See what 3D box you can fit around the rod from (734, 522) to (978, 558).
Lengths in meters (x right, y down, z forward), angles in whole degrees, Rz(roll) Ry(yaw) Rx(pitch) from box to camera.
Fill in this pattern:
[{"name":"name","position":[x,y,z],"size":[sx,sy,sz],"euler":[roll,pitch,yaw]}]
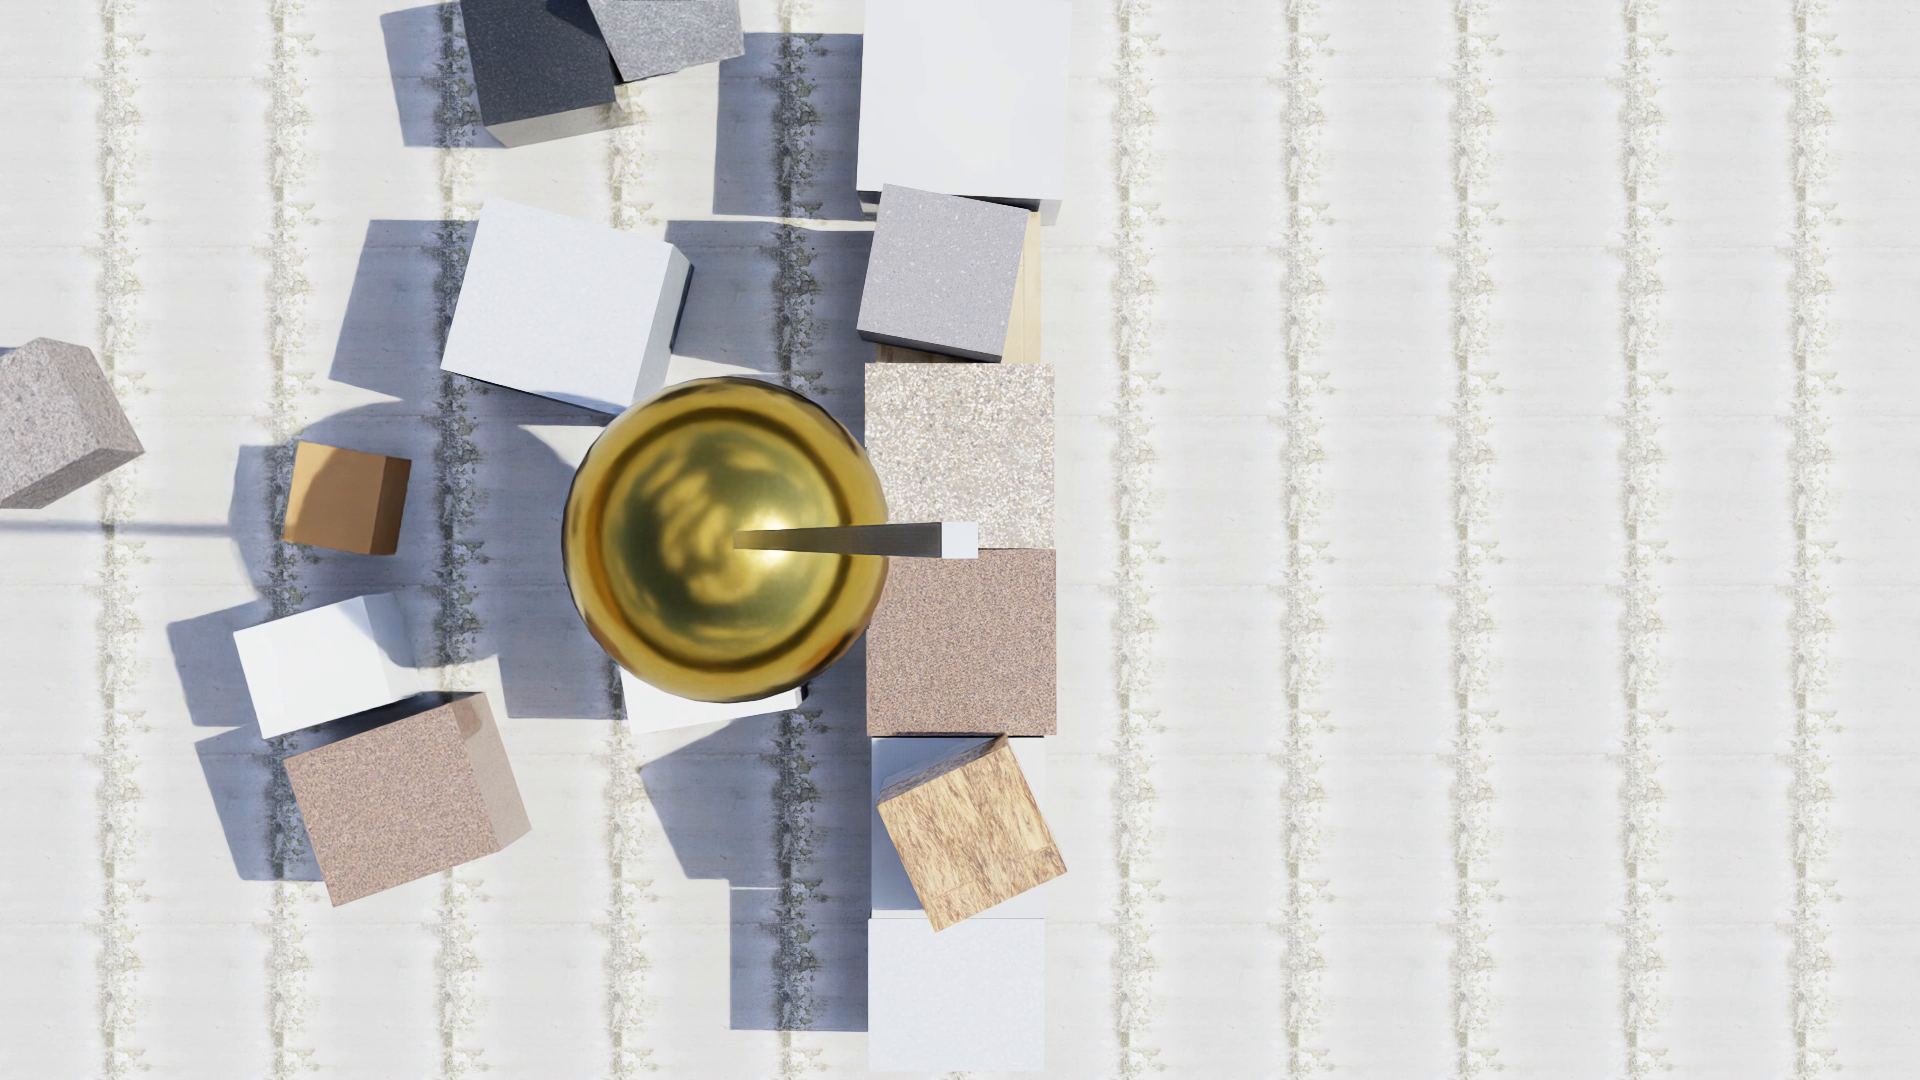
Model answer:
[{"name":"rod","position":[-0.491,0.000,7.374],"size":[0.080,5.200,0.080],"euler":[0,90,-11]}]

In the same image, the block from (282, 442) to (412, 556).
[{"name":"block","position":[-3.534,-0.236,12.709],"size":[0.501,0.581,0.569],"euler":[10,90,0]}]

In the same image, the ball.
[{"name":"ball","position":[-1.133,0.000,10.712],"size":[1.600,1.600,1.600],"euler":[0,90,0]}]

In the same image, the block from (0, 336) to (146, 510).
[{"name":"block","position":[-5.292,-0.659,12.645],"size":[0.710,0.710,0.706],"euler":[-28,90,0]}]

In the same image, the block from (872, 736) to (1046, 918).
[{"name":"block","position":[-0.008,1.575,12.508],"size":[0.946,0.984,0.985],"euler":[0,90,0]}]

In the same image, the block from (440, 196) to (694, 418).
[{"name":"block","position":[-2.202,-1.275,12.501],"size":[1.055,0.999,0.981],"euler":[15,90,0]}]

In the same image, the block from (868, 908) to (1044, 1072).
[{"name":"block","position":[-0.020,2.494,12.523],"size":[0.963,0.954,0.834],"euler":[0,90,0]}]

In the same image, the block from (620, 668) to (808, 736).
[{"name":"block","position":[-1.418,0.558,12.515],"size":[0.920,0.970,0.883],"euler":[-9,90,0]}]

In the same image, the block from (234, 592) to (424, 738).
[{"name":"block","position":[-3.614,0.712,12.640],"size":[0.749,0.720,0.619],"euler":[-16,90,0]}]

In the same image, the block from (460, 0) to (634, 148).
[{"name":"block","position":[-2.370,-2.775,12.657],"size":[0.759,0.686,0.798],"euler":[-11,90,0]}]

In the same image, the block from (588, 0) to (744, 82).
[{"name":"block","position":[-1.687,-3.203,12.467],"size":[0.711,0.703,0.796],"euler":[-12,60,5]}]

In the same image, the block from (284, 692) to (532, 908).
[{"name":"block","position":[-3.129,1.462,12.555],"size":[0.974,0.890,0.861],"euler":[-19,90,0]}]

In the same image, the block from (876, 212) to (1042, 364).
[{"name":"block","position":[-0.008,-1.397,12.598],"size":[0.914,0.804,0.843],"euler":[0,90,0]}]

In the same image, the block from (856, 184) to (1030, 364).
[{"name":"block","position":[-0.089,-1.419,11.863],"size":[0.779,0.665,0.779],"euler":[10,90,0]}]

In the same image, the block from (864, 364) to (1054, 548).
[{"name":"block","position":[-0.002,-0.461,12.516],"size":[1.037,0.968,1.010],"euler":[0,90,0]}]

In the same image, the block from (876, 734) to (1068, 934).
[{"name":"block","position":[0.062,1.541,11.682],"size":[0.757,0.661,0.724],"euler":[-25,91,0]}]

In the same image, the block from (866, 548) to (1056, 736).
[{"name":"block","position":[0.008,0.561,12.505],"size":[1.038,0.990,1.016],"euler":[0,90,0]}]

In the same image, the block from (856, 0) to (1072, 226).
[{"name":"block","position":[0.023,-2.425,12.501],"size":[1.126,0.997,1.083],"euler":[3,90,0]}]
